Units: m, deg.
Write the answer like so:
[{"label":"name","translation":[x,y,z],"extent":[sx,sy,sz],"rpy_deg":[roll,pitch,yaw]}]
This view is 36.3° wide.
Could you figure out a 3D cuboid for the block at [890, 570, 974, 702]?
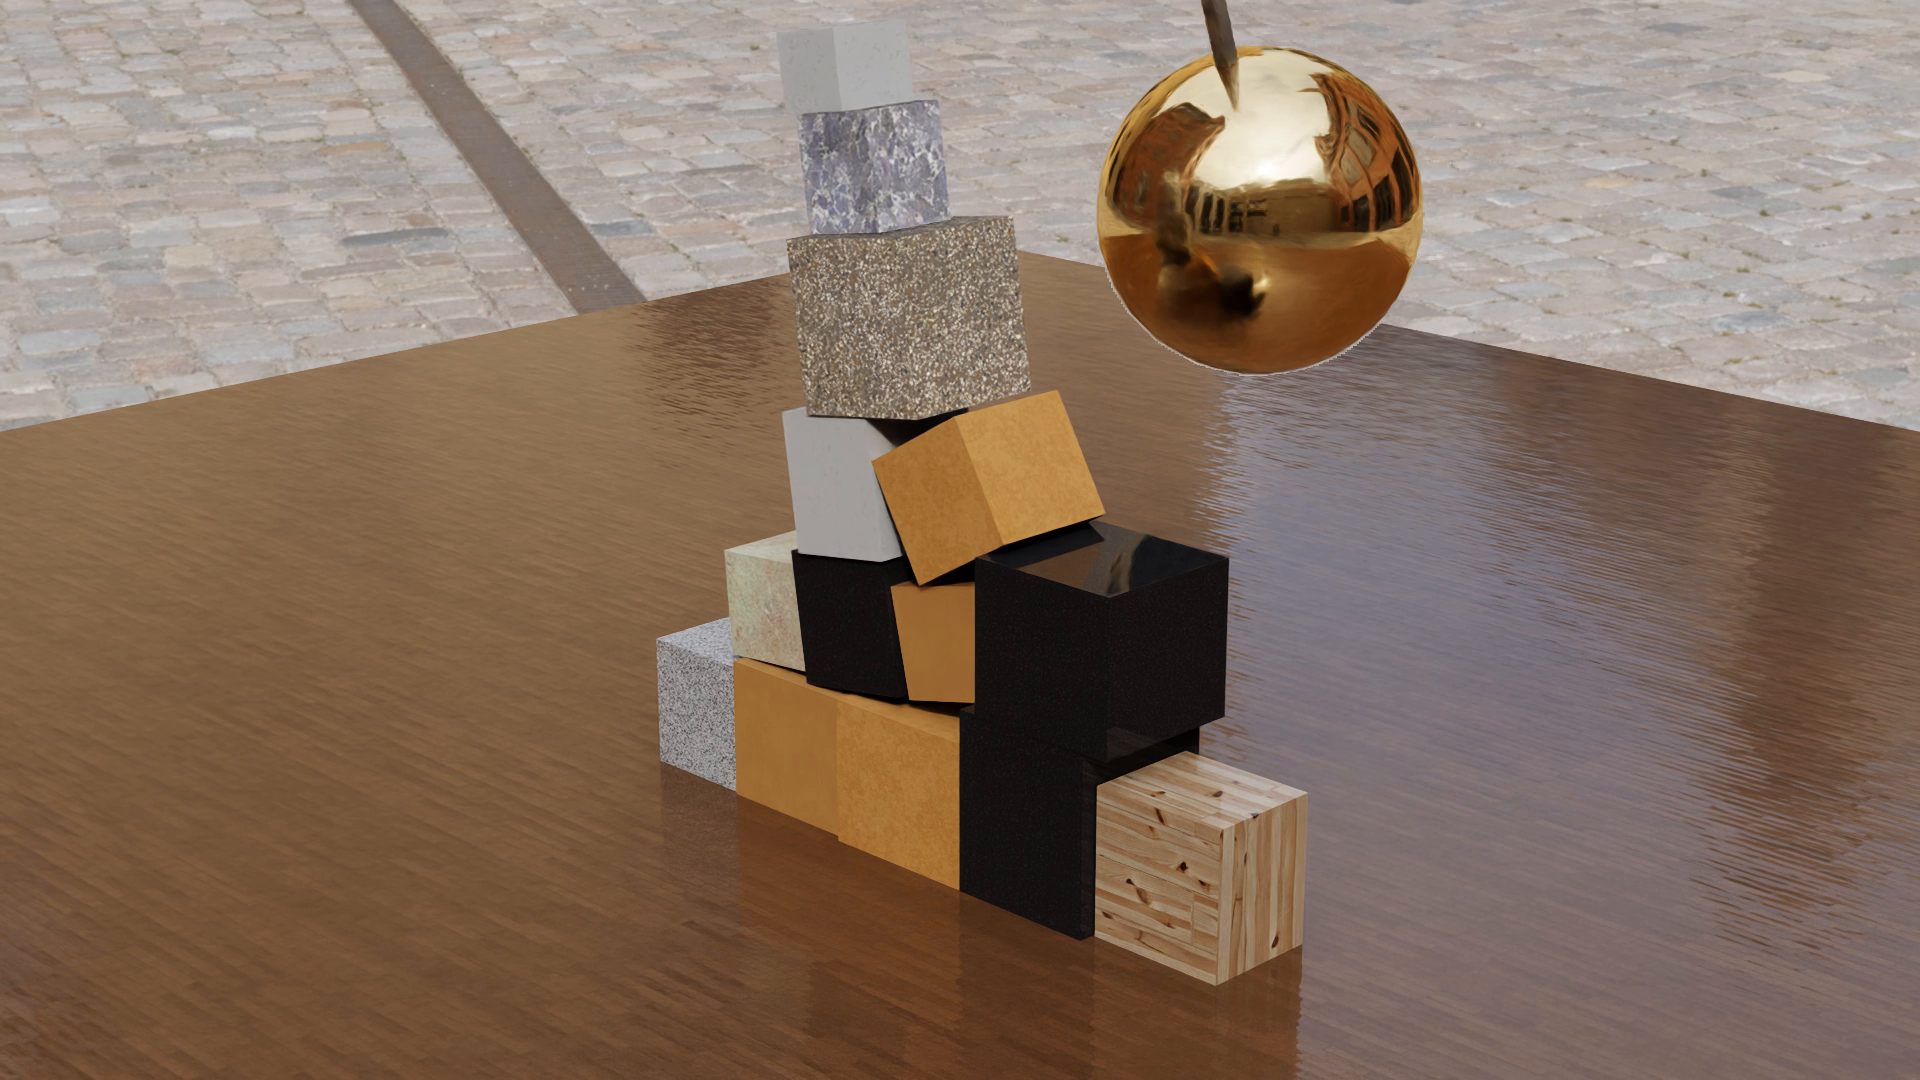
[{"label":"block","translation":[0.110,0.411,13.363],"extent":[0.551,0.533,0.547],"rpy_deg":[-17,11,-42]}]

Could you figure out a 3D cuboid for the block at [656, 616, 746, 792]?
[{"label":"block","translation":[-1.076,0.797,14.721],"extent":[0.640,0.652,0.598],"rpy_deg":[-17,24,-42]}]

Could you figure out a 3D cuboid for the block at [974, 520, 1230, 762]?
[{"label":"block","translation":[0.616,0.426,12.824],"extent":[0.773,0.736,0.786],"rpy_deg":[-17,24,-42]}]

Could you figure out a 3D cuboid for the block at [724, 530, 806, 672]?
[{"label":"block","translation":[-0.739,0.279,14.220],"extent":[0.550,0.521,0.540],"rpy_deg":[-17,19,-42]}]

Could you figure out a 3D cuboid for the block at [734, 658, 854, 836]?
[{"label":"block","translation":[-0.598,0.927,14.240],"extent":[0.646,0.692,0.764],"rpy_deg":[-17,24,-42]}]

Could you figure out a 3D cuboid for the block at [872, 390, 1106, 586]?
[{"label":"block","translation":[0.127,-0.235,13.143],"extent":[0.656,0.600,0.611],"rpy_deg":[-17,-6,-42]}]

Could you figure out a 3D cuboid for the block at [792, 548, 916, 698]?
[{"label":"block","translation":[-0.331,0.325,13.778],"extent":[0.583,0.647,0.631],"rpy_deg":[-17,15,-42]}]

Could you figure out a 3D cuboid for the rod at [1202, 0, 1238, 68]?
[{"label":"rod","translation":[0.636,-4.407,12.623],"extent":[0.080,5.200,0.080],"rpy_deg":[17,44,42]}]

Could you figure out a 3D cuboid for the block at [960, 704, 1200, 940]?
[{"label":"block","translation":[0.533,1.168,13.159],"extent":[0.768,0.880,0.745],"rpy_deg":[-17,24,-42]}]

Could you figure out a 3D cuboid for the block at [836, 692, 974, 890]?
[{"label":"block","translation":[-0.026,1.084,13.709],"extent":[0.804,0.711,0.749],"rpy_deg":[17,24,42]}]

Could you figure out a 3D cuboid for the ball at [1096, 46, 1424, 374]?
[{"label":"ball","translation":[1.467,-1.613,14.372],"extent":[1.600,1.600,1.600],"rpy_deg":[0,17,0]}]

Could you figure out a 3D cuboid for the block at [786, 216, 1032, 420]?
[{"label":"block","translation":[-0.230,-1.019,13.294],"extent":[0.727,0.801,0.731],"rpy_deg":[5,16,45]}]

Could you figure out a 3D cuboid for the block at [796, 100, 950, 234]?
[{"label":"block","translation":[-0.391,-1.685,13.256],"extent":[0.434,0.547,0.481],"rpy_deg":[-16,15,-41]}]

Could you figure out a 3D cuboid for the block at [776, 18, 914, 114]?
[{"label":"block","translation":[-0.517,-2.139,13.247],"extent":[0.435,0.367,0.391],"rpy_deg":[-16,15,-41]}]

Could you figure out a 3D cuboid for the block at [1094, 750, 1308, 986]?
[{"label":"block","translation":[1.039,1.407,12.686],"extent":[0.582,0.708,0.691],"rpy_deg":[-17,24,-42]}]

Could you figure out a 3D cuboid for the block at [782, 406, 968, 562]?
[{"label":"block","translation":[-0.362,-0.313,13.610],"extent":[0.642,0.669,0.568],"rpy_deg":[-17,15,-42]}]
